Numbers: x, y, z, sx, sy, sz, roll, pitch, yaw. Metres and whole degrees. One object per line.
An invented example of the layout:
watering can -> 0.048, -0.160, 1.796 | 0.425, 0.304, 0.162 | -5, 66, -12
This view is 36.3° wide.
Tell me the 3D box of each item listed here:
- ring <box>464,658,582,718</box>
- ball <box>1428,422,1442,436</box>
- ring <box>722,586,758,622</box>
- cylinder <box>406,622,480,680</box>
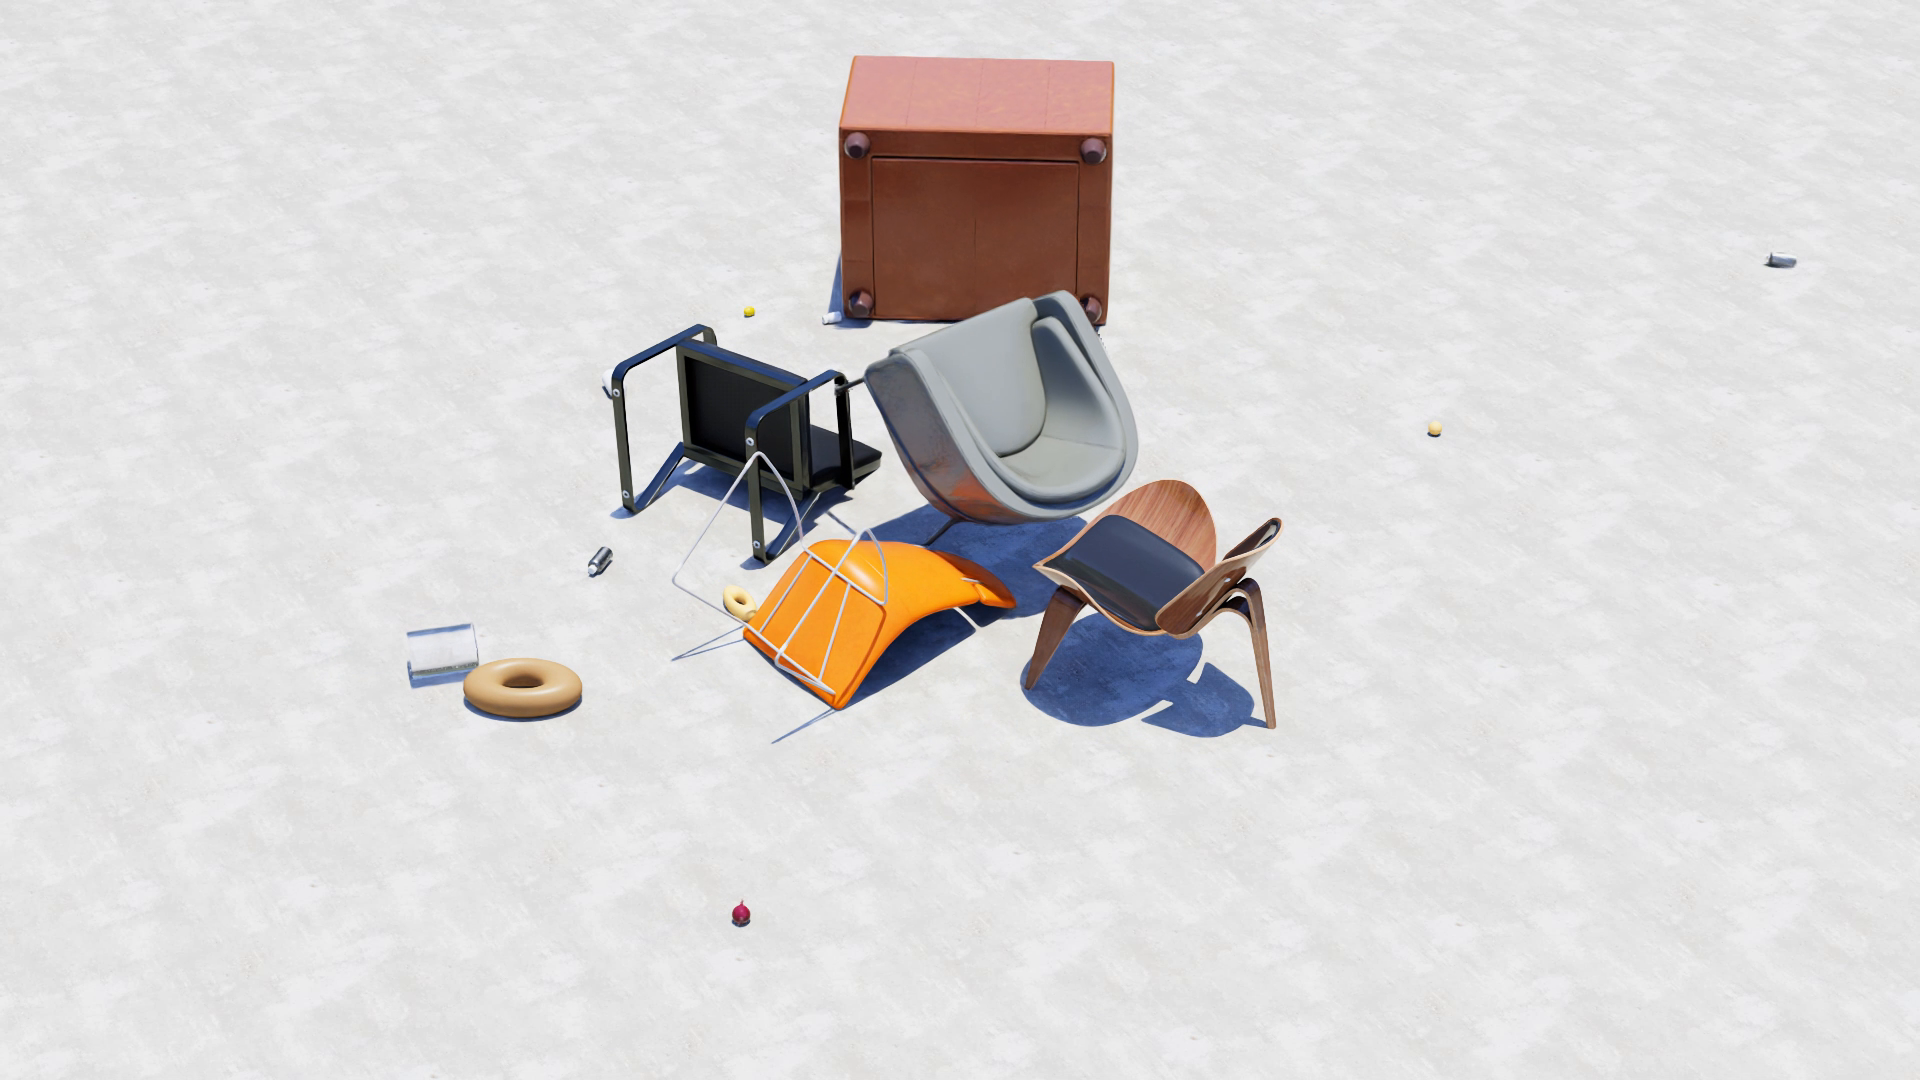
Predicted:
ring -> -1.503, 0.507, 10.083 | 0.413, 0.104, 0.266 | 2, 34, 1
ball -> 1.874, -0.441, 11.564 | 0.055, 0.055, 0.055 | 0, 33, 0
ring -> -0.791, 0.228, 10.548 | 0.095, 0.057, 0.213 | -18, 37, -23
cylinder -> -1.800, 0.385, 10.206 | 0.230, 0.169, 0.178 | -8, 21, -12
